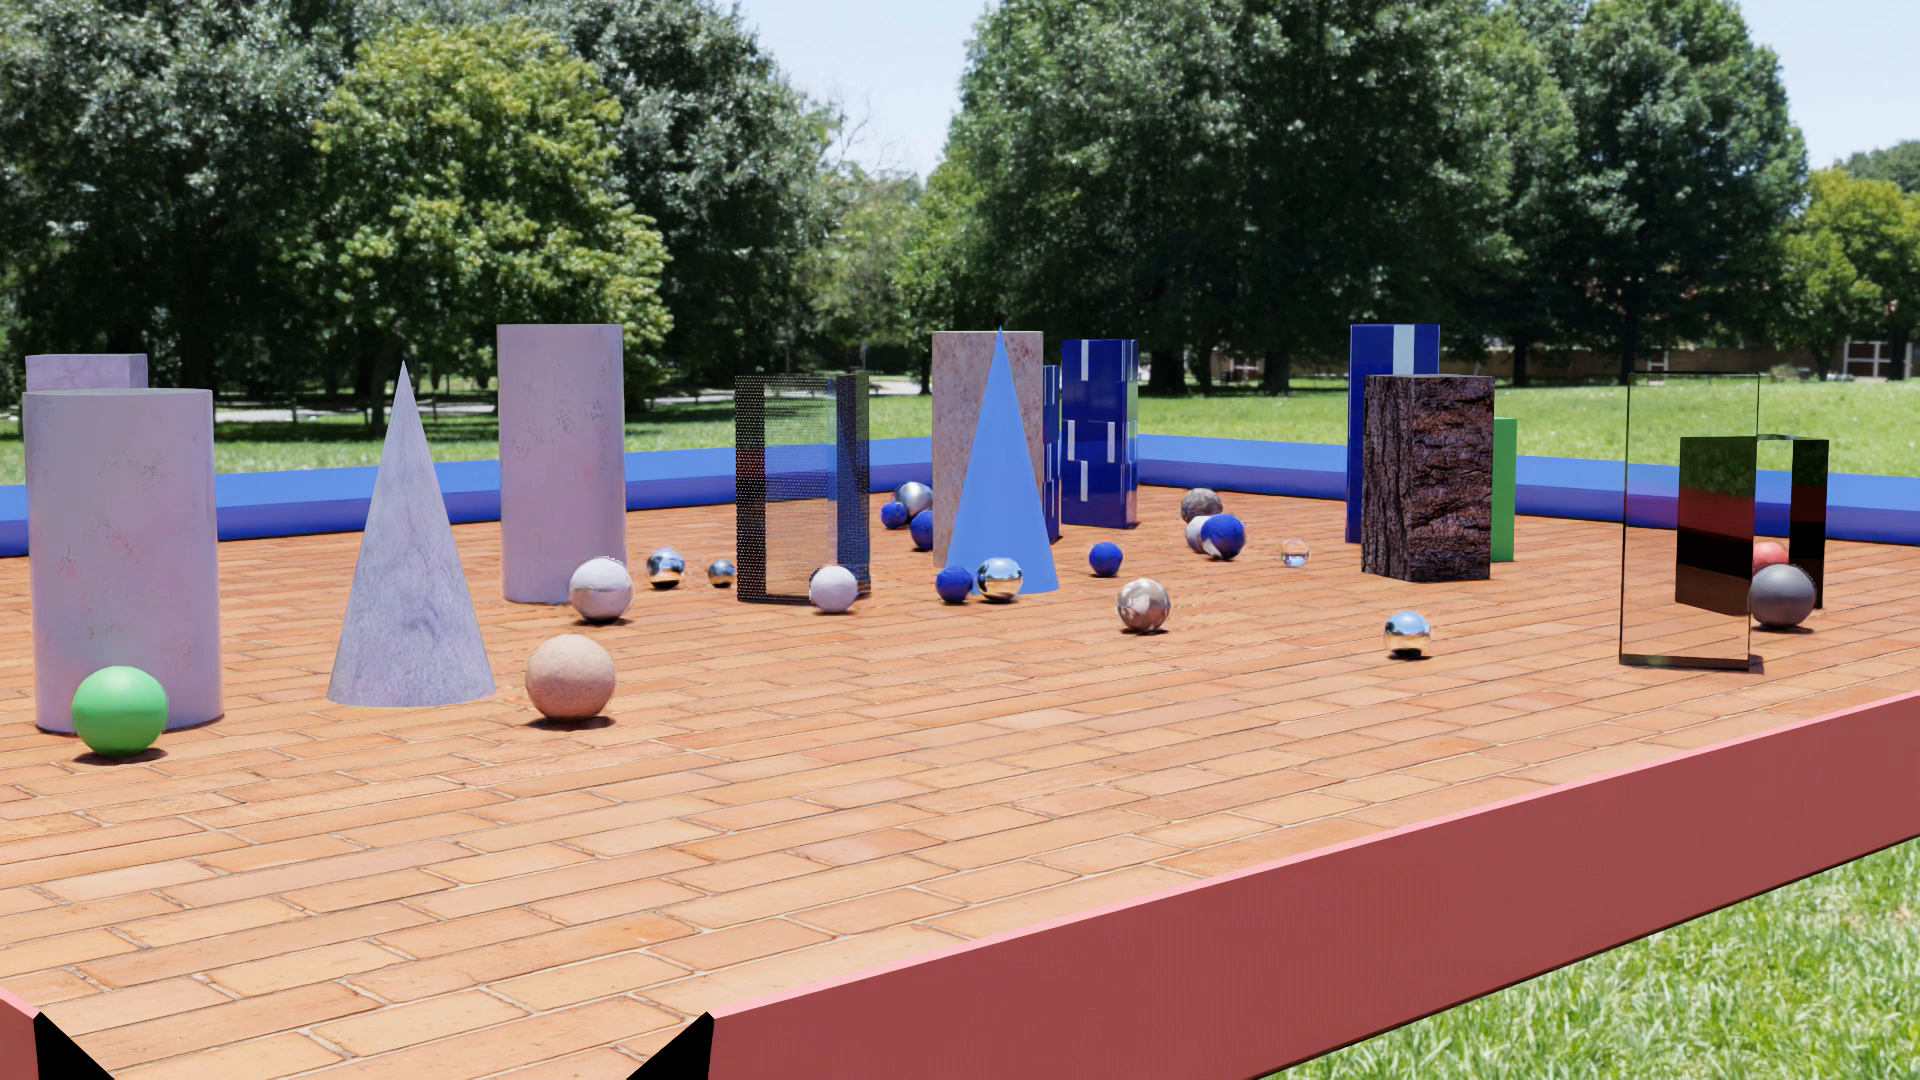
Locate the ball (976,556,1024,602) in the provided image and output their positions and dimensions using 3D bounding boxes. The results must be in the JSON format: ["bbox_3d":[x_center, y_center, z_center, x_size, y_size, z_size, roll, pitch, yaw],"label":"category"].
[{"bbox_3d":[0.060,0.059,3.344,0.071,0.071,0.071,0,6,0],"label":"ball"}]

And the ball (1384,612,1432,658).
[{"bbox_3d":[0.573,0.121,2.813,0.060,0.060,0.060,0,6,0],"label":"ball"}]

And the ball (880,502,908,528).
[{"bbox_3d":[-0.135,-0.051,4.464,0.055,0.055,0.055,0,6,0],"label":"ball"}]

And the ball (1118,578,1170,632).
[{"bbox_3d":[0.254,0.090,3.041,0.073,0.073,0.073,0,6,0],"label":"ball"}]

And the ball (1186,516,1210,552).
[{"bbox_3d":[0.447,-0.012,4.038,0.067,0.067,0.067,0,6,0],"label":"ball"}]

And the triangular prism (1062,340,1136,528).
[{"bbox_3d":[0.320,-0.224,4.554,0.166,0.381,0.144,5,8,42],"label":"triangular prism"}]

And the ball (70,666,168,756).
[{"bbox_3d":[-0.838,0.170,2.193,0.091,0.091,0.091,0,6,0],"label":"ball"}]

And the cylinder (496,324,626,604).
[{"bbox_3d":[-0.616,-0.123,3.408,0.192,0.420,0.192,0,6,0],"label":"cylinder"}]

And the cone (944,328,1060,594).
[{"bbox_3d":[0.064,-0.133,3.504,0.192,0.419,0.192,0,6,0],"label":"cone"}]

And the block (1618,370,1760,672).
[{"bbox_3d":[0.924,-0.030,2.787,0.154,0.364,0.154,2,6,19],"label":"block"}]

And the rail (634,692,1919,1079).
[{"bbox_3d":[1.098,0.157,2.148,3.791,0.125,0.045,-6,8,-42],"label":"rail"}]

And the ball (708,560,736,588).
[{"bbox_3d":[-0.380,0.054,3.509,0.046,0.046,0.046,0,6,0],"label":"ball"}]

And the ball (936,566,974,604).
[{"bbox_3d":[-0.009,0.067,3.332,0.058,0.058,0.058,0,6,0],"label":"ball"}]

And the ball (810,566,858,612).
[{"bbox_3d":[-0.185,0.072,3.228,0.070,0.070,0.070,0,6,0],"label":"ball"}]

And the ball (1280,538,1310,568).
[{"bbox_3d":[0.578,0.022,3.797,0.050,0.050,0.050,0,6,0],"label":"ball"}]

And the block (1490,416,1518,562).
[{"bbox_3d":[0.884,-0.094,3.932,0.154,0.252,0.154,-2,6,-18],"label":"block"}]

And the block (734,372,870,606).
[{"bbox_3d":[-0.241,-0.082,3.385,0.154,0.344,0.154,2,6,22],"label":"block"}]

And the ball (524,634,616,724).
[{"bbox_3d":[-0.420,0.149,2.370,0.096,0.096,0.096,0,6,0],"label":"ball"}]

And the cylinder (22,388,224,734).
[{"bbox_3d":[-0.907,0.017,2.387,0.192,0.356,0.192,0,6,0],"label":"cylinder"}]

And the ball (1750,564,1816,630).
[{"bbox_3d":[1.142,0.079,3.060,0.091,0.091,0.091,0,6,0],"label":"ball"}]

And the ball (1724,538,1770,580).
[{"bbox_3d":[1.290,0.032,3.609,0.071,0.071,0.071,0,6,0],"label":"ball"}]

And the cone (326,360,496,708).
[{"bbox_3d":[-0.636,-0.015,2.534,0.192,0.387,0.192,0,6,0],"label":"cone"}]

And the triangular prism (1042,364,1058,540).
[{"bbox_3d":[0.146,-0.171,4.272,0.166,0.335,0.144,5,8,40],"label":"triangular prism"}]

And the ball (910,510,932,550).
[{"bbox_3d":[-0.056,-0.018,4.067,0.074,0.074,0.074,0,6,0],"label":"ball"}]

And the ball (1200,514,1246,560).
[{"bbox_3d":[0.468,-0.006,3.912,0.082,0.082,0.082,0,6,0],"label":"ball"}]

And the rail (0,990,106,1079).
[{"bbox_3d":[-1.376,0.165,2.070,0.045,0.125,3.286,-6,8,-42],"label":"rail"}]

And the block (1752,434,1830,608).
[{"bbox_3d":[1.197,-0.030,3.331,0.154,0.251,0.154,-1,6,-11],"label":"block"}]

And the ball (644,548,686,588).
[{"bbox_3d":[-0.470,0.046,3.504,0.064,0.064,0.064,0,6,0],"label":"ball"}]

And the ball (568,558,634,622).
[{"bbox_3d":[-0.510,0.072,3.127,0.091,0.091,0.091,0,6,0],"label":"ball"}]

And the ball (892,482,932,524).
[{"bbox_3d":[-0.094,-0.075,4.529,0.089,0.089,0.089,0,6,0],"label":"ball"}]

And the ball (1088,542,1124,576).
[{"bbox_3d":[0.244,0.031,3.668,0.058,0.058,0.058,0,6,0],"label":"ball"}]

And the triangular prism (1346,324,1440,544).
[{"bbox_3d":[0.825,-0.208,4.238,0.166,0.415,0.144,0,6,4],"label":"triangular prism"}]

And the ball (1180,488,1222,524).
[{"bbox_3d":[0.488,-0.064,4.453,0.085,0.085,0.085,0,6,0],"label":"ball"}]

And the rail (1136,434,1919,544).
[{"bbox_3d":[1.376,-0.100,4.595,0.045,0.125,3.286,-6,8,-42],"label":"rail"}]

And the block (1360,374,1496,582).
[{"bbox_3d":[0.779,-0.107,3.672,0.154,0.333,0.154,-2,6,-21],"label":"block"}]

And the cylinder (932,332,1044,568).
[{"bbox_3d":[0.048,-0.158,3.811,0.192,0.405,0.192,0,6,0],"label":"cylinder"}]

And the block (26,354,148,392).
[{"bbox_3d":[-1.395,-0.112,3.537,0.154,0.371,0.154,-1,6,-10],"label":"block"}]

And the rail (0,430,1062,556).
[{"bbox_3d":[-1.098,-0.092,4.516,3.791,0.125,0.045,-6,8,-42],"label":"rail"}]
